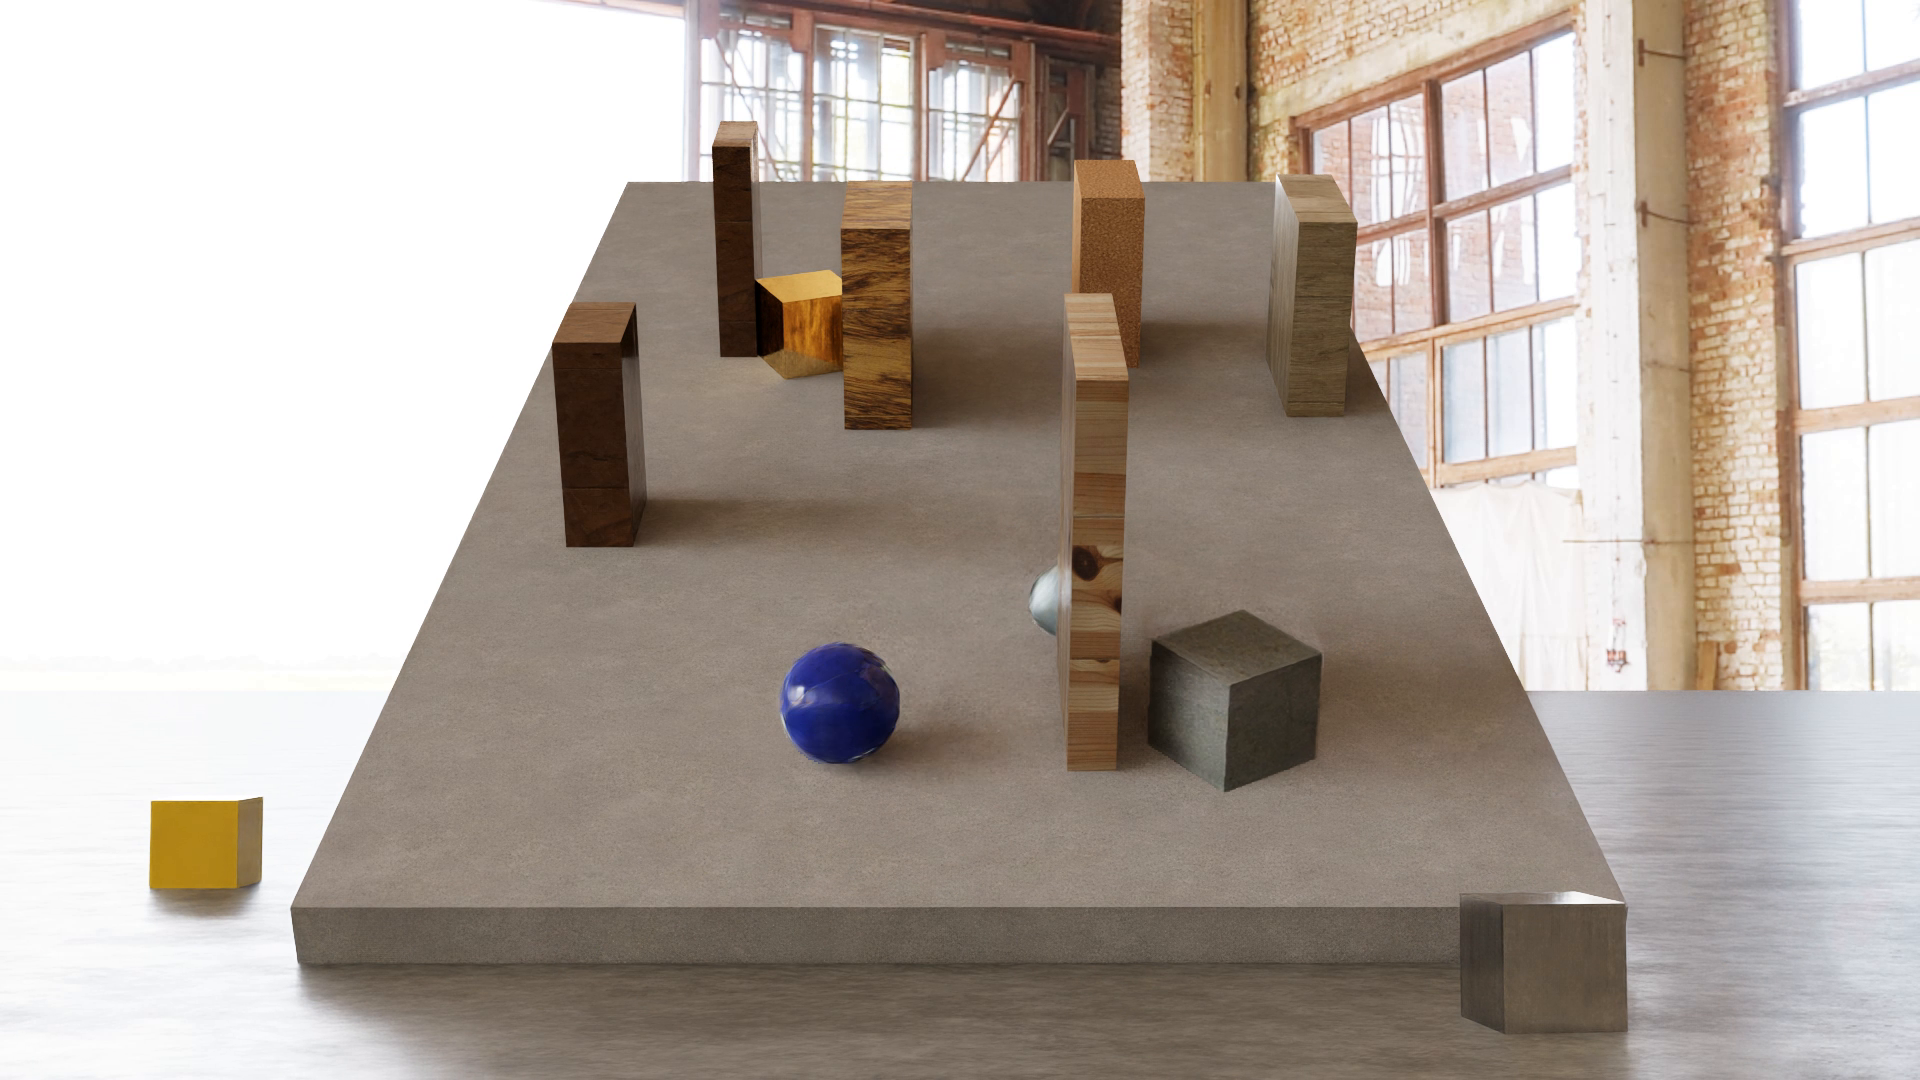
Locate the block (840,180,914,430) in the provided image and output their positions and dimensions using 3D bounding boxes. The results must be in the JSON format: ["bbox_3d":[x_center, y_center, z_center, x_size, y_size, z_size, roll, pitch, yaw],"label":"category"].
[{"bbox_3d":[-0.185,-0.542,5.328,0.150,0.468,0.390,0,24,0],"label":"block"}]

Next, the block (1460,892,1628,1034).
[{"bbox_3d":[0.723,0.523,2.899,0.155,0.155,0.155,0,-4,-7],"label":"block"}]

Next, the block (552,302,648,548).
[{"bbox_3d":[-0.721,-0.233,4.684,0.133,0.432,0.244,0,24,0],"label":"block"}]

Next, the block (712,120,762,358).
[{"bbox_3d":[-0.539,-0.735,5.686,0.090,0.523,0.245,0,24,0],"label":"block"}]

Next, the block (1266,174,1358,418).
[{"bbox_3d":[0.811,-0.572,5.409,0.129,0.460,0.394,0,24,0],"label":"block"}]

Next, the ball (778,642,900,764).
[{"bbox_3d":[-0.199,0.270,3.854,0.201,0.201,0.201,0,-4,0],"label":"ball"}]

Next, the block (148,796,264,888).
[{"bbox_3d":[-1.586,0.634,4.910,0.181,0.181,0.181,0,-4,0],"label":"block"}]

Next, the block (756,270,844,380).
[{"bbox_3d":[-0.367,-0.520,5.615,0.192,0.192,0.192,-10,26,-22],"label":"block"}]

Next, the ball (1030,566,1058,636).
[{"bbox_3d":[0.193,0.111,4.265,0.133,0.133,0.133,0,-4,0],"label":"ball"}]

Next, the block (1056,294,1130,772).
[{"bbox_3d":[0.217,-0.018,3.902,0.081,0.688,0.422,0,24,0],"label":"block"}]

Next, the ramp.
[{"bbox_3d":[-0.008,-0.229,5.325,2.000,0.100,4.000,0,24,0],"label":"ramp"}]

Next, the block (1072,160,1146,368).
[{"bbox_3d":[0.357,-0.677,5.686,0.149,0.422,0.340,0,24,0],"label":"block"}]

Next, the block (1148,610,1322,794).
[{"bbox_3d":[0.454,0.265,3.872,0.199,0.199,0.199,-16,29,-31],"label":"block"}]
